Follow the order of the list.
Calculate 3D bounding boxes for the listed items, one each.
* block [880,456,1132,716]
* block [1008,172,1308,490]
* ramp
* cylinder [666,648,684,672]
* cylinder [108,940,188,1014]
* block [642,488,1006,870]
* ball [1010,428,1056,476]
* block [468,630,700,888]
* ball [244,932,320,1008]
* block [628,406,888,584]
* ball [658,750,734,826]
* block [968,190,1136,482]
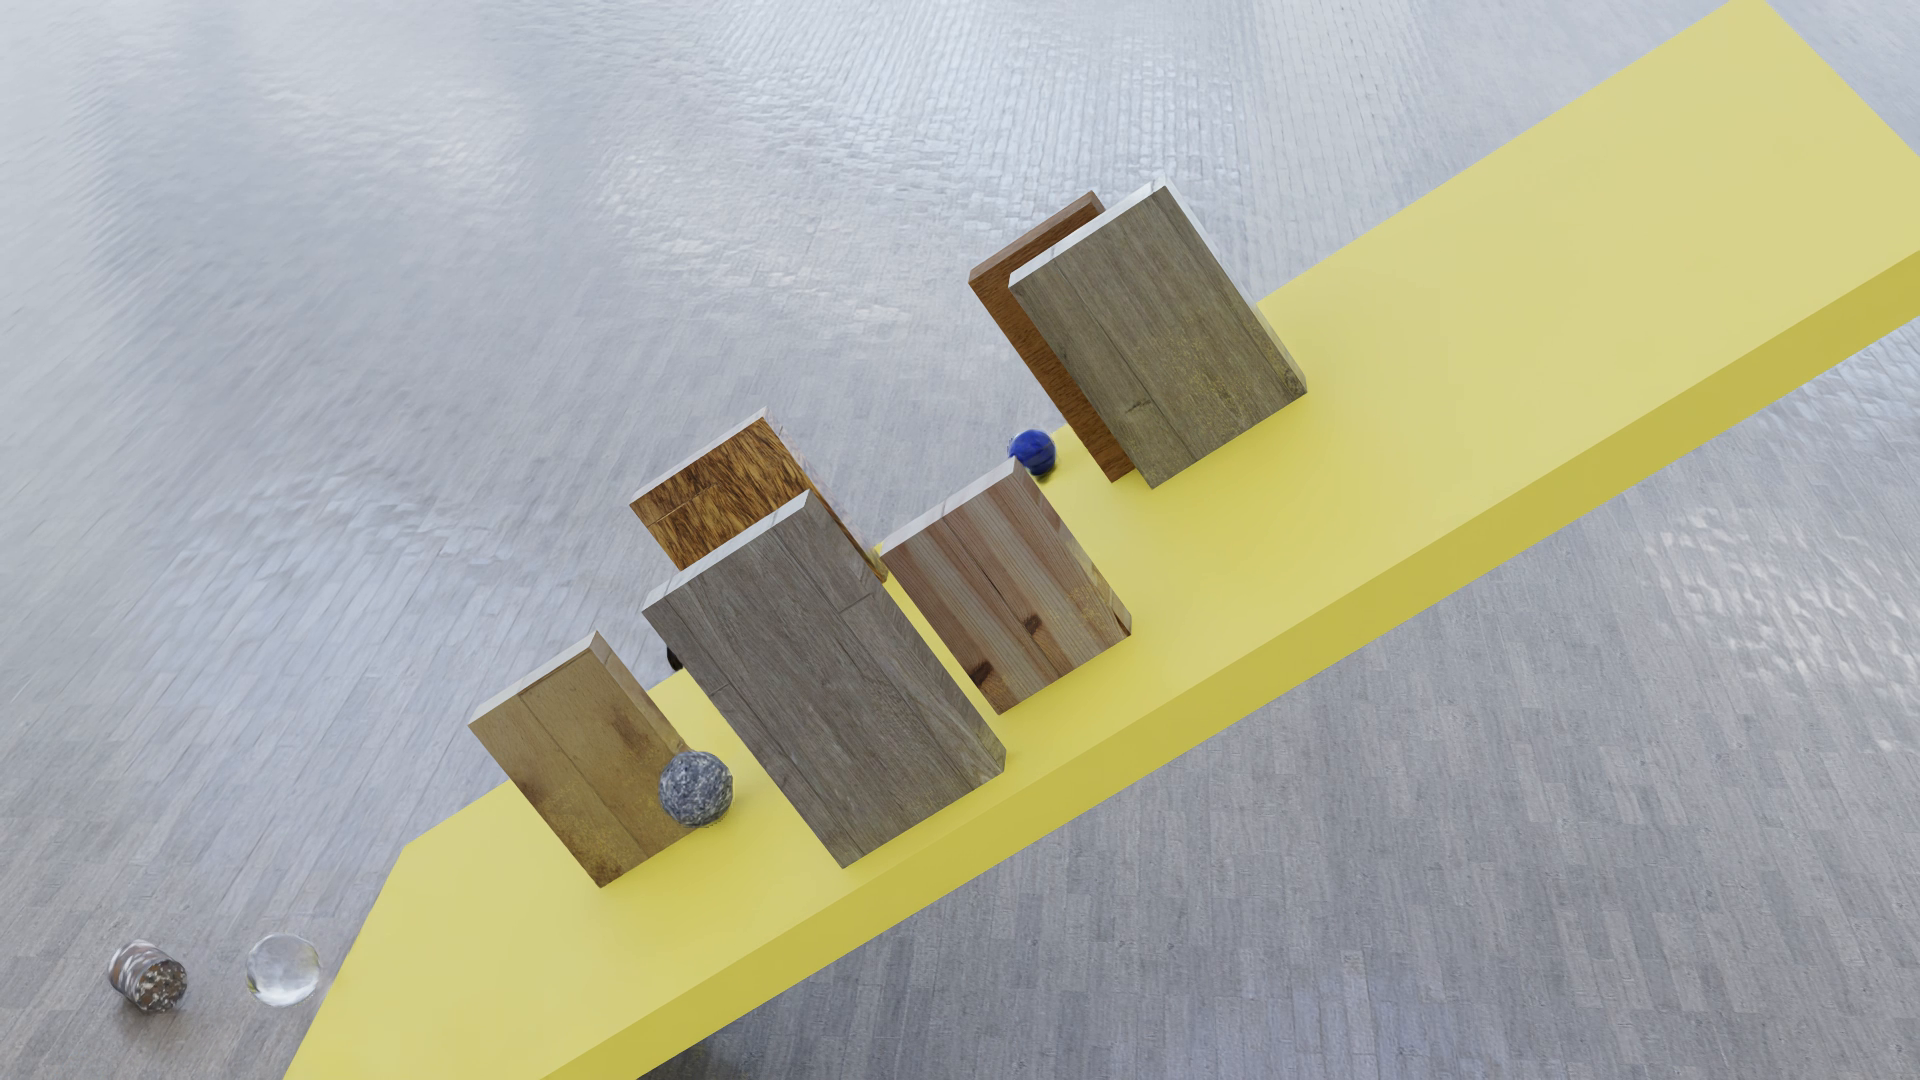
[{"bbox_3d":[0.091,0.090,5.697,0.312,0.401,0.095,-32,16,15],"label":"block"},{"bbox_3d":[0.423,-0.442,6.269,0.396,0.545,0.112,-32,16,15],"label":"block"},{"bbox_3d":[0.136,0.174,6.306,4.000,0.100,2.000,-32,16,15],"label":"ramp"},{"bbox_3d":[-0.669,0.263,7.612,0.144,0.144,0.144,5,35,13],"label":"cylinder"},{"bbox_3d":[-1.969,1.058,7.128,0.137,0.137,0.137,-19,28,-40],"label":"cylinder"},{"bbox_3d":[-0.249,0.264,5.481,0.373,0.634,0.095,-32,16,15],"label":"block"},{"bbox_3d":[0.172,-0.206,6.942,0.113,0.113,0.113,0,21,0],"label":"ball"},{"bbox_3d":[-0.778,0.475,6.331,0.331,0.468,0.091,-32,16,15],"label":"block"},{"bbox_3d":[-1.635,1.037,7.099,0.178,0.178,0.178,0,21,0],"label":"ball"},{"bbox_3d":[-0.479,-0.007,7.039,0.398,0.500,0.083,-32,16,15],"label":"block"},{"bbox_3d":[-0.557,0.523,6.200,0.160,0.160,0.160,0,21,0],"label":"ball"},{"bbox_3d":[0.313,-0.446,6.493,0.324,0.559,0.105,-32,16,15],"label":"block"}]
